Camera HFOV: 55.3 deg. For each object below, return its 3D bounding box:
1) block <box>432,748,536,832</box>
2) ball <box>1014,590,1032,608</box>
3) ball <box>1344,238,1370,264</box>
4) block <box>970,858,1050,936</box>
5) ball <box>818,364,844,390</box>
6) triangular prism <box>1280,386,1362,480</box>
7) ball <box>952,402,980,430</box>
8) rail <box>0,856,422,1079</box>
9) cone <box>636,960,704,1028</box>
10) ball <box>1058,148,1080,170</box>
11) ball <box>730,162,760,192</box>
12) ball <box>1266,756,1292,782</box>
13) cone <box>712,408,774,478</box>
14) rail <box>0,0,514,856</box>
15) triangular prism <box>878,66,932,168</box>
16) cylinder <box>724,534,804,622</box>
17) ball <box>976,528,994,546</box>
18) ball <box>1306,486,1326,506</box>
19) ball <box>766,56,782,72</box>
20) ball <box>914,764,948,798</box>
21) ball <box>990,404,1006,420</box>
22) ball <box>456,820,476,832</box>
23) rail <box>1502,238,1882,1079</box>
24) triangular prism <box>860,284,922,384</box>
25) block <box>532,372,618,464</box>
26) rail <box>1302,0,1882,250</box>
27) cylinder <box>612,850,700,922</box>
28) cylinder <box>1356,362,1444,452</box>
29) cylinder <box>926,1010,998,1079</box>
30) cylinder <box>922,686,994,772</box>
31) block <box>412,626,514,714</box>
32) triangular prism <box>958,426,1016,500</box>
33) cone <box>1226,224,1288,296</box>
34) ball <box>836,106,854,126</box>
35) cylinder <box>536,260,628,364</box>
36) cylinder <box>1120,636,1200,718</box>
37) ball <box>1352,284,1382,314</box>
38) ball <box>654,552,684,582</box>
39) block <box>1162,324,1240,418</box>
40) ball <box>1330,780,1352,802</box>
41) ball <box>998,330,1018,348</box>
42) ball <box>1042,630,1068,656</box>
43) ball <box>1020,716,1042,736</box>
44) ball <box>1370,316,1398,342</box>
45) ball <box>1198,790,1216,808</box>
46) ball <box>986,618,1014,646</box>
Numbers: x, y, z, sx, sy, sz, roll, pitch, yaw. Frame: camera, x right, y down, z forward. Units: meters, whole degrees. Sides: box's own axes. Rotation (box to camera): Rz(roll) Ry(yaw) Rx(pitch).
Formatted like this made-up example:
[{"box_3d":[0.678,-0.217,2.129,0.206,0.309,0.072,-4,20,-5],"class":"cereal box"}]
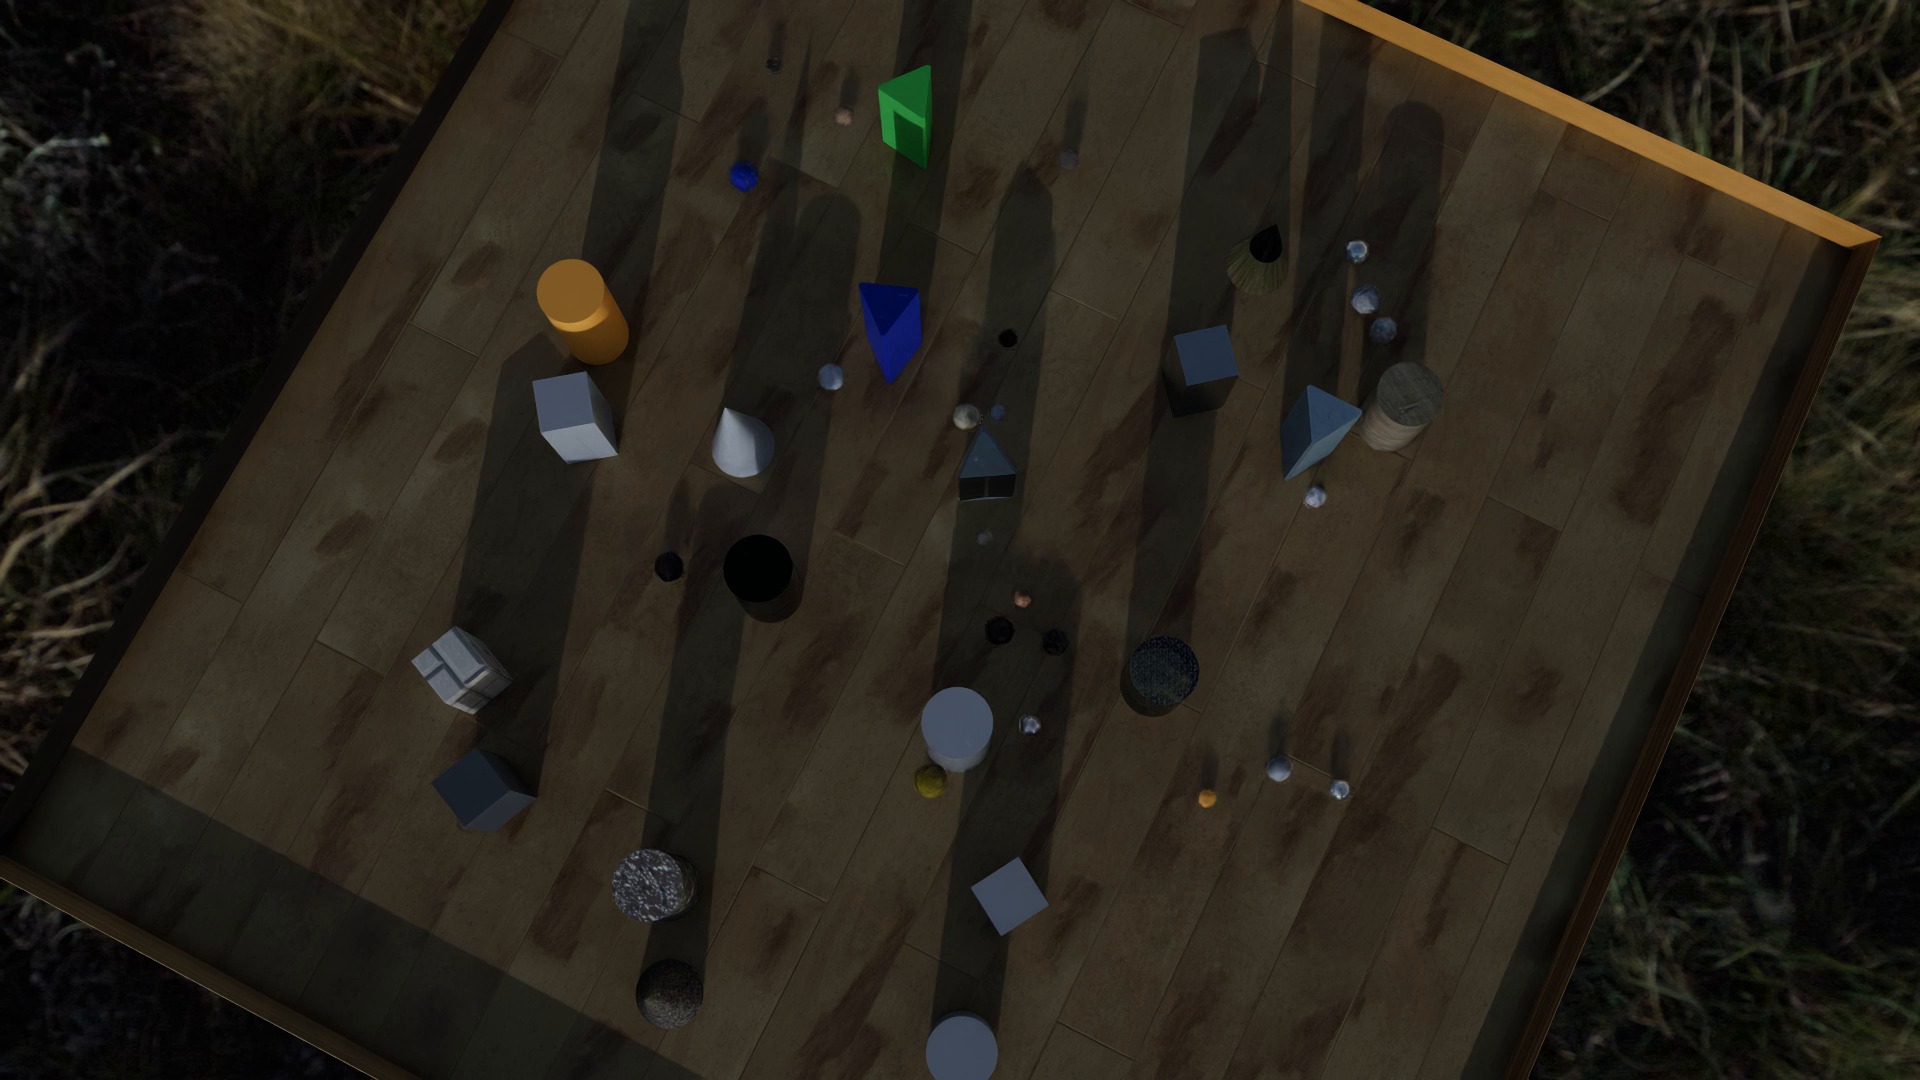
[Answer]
[{"box_3d":[-1.372,0.725,5.297,0.158,0.331,0.158,-39,81,-7],"class":"block"},{"box_3d":[0.190,0.178,5.551,0.057,0.057,0.057,0,78,0],"class":"ball"},{"box_3d":[1.247,-0.908,5.763,0.081,0.081,0.081,0,78,0],"class":"ball"},{"box_3d":[0.139,1.023,5.256,0.158,0.292,0.158,-32,80,-6],"class":"block"},{"box_3d":[-0.400,-0.504,5.679,0.082,0.082,0.082,0,78,0],"class":"ball"},{"box_3d":[1.036,-0.336,5.453,0.171,0.456,0.148,-32,80,-6],"class":"triangular prism"},{"box_3d":[0.020,-0.381,5.653,0.083,0.083,0.083,0,78,0],"class":"ball"},{"box_3d":[-0.943,1.854,5.166,4.261,0.128,0.045,26,80,5],"class":"rail"},{"box_3d":[-0.847,1.279,5.130,0.198,0.434,0.198,0,78,0],"class":"cone"},{"box_3d":[0.349,-1.213,5.832,0.069,0.069,0.069,0,78,0],"class":"ball"},{"box_3d":[-0.683,-1.153,5.808,0.093,0.093,0.093,0,78,0],"class":"ball"},{"box_3d":[0.946,0.680,5.439,0.073,0.073,0.073,0,78,0],"class":"ball"},{"box_3d":[-0.673,-0.335,5.459,0.198,0.444,0.198,0,78,0],"class":"cone"},{"box_3d":[-1.884,-0.916,5.740,0.045,0.128,4.265,26,80,5],"class":"rail"},{"box_3d":[-0.135,-1.334,5.698,0.171,0.381,0.148,35,80,7],"class":"triangular prism"},{"box_3d":[-0.576,0.118,5.404,0.198,0.369,0.198,0,78,0],"class":"cylinder"},{"box_3d":[0.073,-0.008,5.590,0.055,0.055,0.055,0,78,0],"class":"ball"},{"box_3d":[1.089,-0.133,5.611,0.064,0.064,0.064,0,78,0],"class":"ball"},{"box_3d":[-0.602,-1.534,5.907,0.053,0.053,0.053,0,78,0],"class":"ball"},{"box_3d":[-0.085,0.711,5.410,0.099,0.099,0.099,0,78,0],"class":"ball"},{"box_3d":[0.118,-0.396,5.674,0.048,0.048,0.048,0,78,0],"class":"ball"},{"box_3d":[-1.454,0.833,5.412,0.064,0.064,0.064,0,78,0],"class":"ball"},{"box_3d":[1.884,0.929,5.358,0.045,0.128,4.265,26,80,5],"class":"rail"},{"box_3d":[-0.230,-0.646,5.502,0.148,0.486,0.171,36,81,7],"class":"triangular prism"},{"box_3d":[-1.150,-0.363,5.499,0.158,0.377,0.158,-11,79,-2],"class":"block"},{"box_3d":[0.943,-1.840,5.931,4.261,0.128,0.045,26,80,5],"class":"rail"},{"box_3d":[-0.863,0.988,5.232,0.198,0.352,0.198,0,78,0],"class":"cylinder"},{"box_3d":[1.327,-0.400,5.546,0.198,0.301,0.198,0,78,0],"class":"cylinder"},{"box_3d":[0.005,1.434,5.159,0.198,0.316,0.198,0,78,0],"class":"cylinder"},{"box_3d":[-0.007,0.549,5.255,0.198,0.486,0.198,0,78,0],"class":"cylinder"},{"box_3d":[-1.456,0.385,5.381,0.158,0.306,0.158,-40,81,-8],"class":"block"},{"box_3d":[0.075,-0.232,5.512,0.171,0.299,0.148,-5,78,-1],"class":"triangular prism"},{"box_3d":[0.941,-0.904,5.620,0.198,0.359,0.198,0,78,0],"class":"cone"},{"box_3d":[-0.370,-1.359,5.868,0.059,0.059,0.059,0,78,0],"class":"ball"},{"box_3d":[-1.137,-0.685,5.549,0.198,0.410,0.198,0,78,0],"class":"cylinder"},{"box_3d":[0.581,0.403,5.367,0.198,0.325,0.198,0,78,0],"class":"cylinder"},{"box_3d":[1.271,-0.751,5.725,0.093,0.093,0.093,0,78,0],"class":"ball"},{"box_3d":[-0.880,0.082,5.554,0.090,0.090,0.090,0,78,0],"class":"ball"},{"box_3d":[0.722,-0.506,5.542,0.158,0.351,0.158,-12,79,-3],"class":"block"},{"box_3d":[1.127,0.741,5.431,0.064,0.064,0.064,0,78,0],"class":"ball"},{"box_3d":[0.150,-0.627,5.717,0.057,0.057,0.057,0,78,0],"class":"ball"},{"box_3d":[0.286,0.309,5.512,0.079,0.079,0.079,0,78,0],"class":"ball"},{"box_3d":[0.211,0.554,5.470,0.062,0.062,0.062,0,78,0],"class":"ball"},{"box_3d":[1.321,-0.655,5.710,0.082,0.082,0.082,0,78,0],"class":"ball"},{"box_3d":[0.733,0.766,5.431,0.053,0.053,0.053,0,78,0],"class":"ball"},{"box_3d":[0.121,0.276,5.517,0.084,0.084,0.084,0,78,0],"class":"ball"}]
